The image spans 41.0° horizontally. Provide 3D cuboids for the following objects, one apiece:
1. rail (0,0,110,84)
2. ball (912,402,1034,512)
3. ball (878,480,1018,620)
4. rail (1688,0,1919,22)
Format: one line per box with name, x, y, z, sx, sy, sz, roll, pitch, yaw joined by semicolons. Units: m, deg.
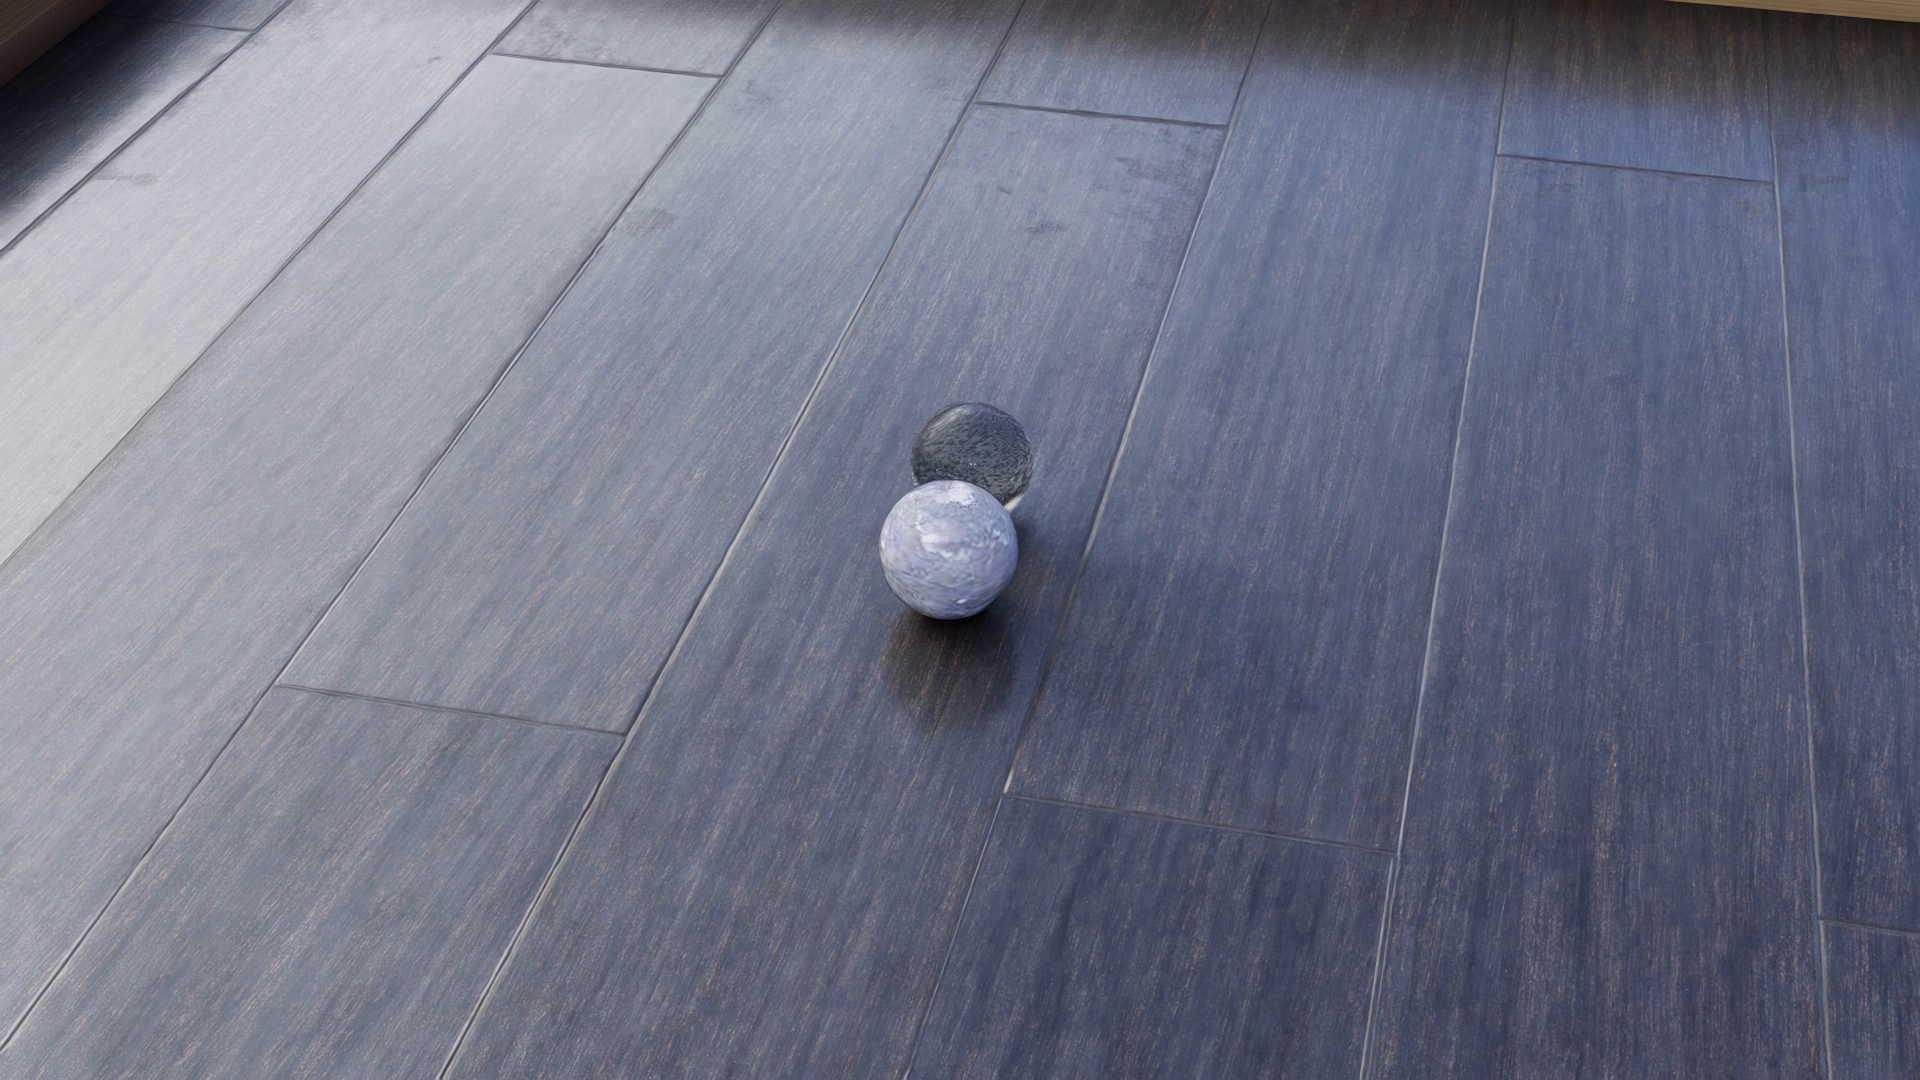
rail;-1.056;-0.155;1.975;0.045;0.125;2.412;8;35;11
ball;0.010;-0.056;1.866;0.088;0.088;0.088;0;35;0
ball;-0.008;0.007;1.767;0.097;0.097;0.097;0;35;0
rail;1.349;-0.523;2.510;4.433;0.125;0.045;8;35;11
